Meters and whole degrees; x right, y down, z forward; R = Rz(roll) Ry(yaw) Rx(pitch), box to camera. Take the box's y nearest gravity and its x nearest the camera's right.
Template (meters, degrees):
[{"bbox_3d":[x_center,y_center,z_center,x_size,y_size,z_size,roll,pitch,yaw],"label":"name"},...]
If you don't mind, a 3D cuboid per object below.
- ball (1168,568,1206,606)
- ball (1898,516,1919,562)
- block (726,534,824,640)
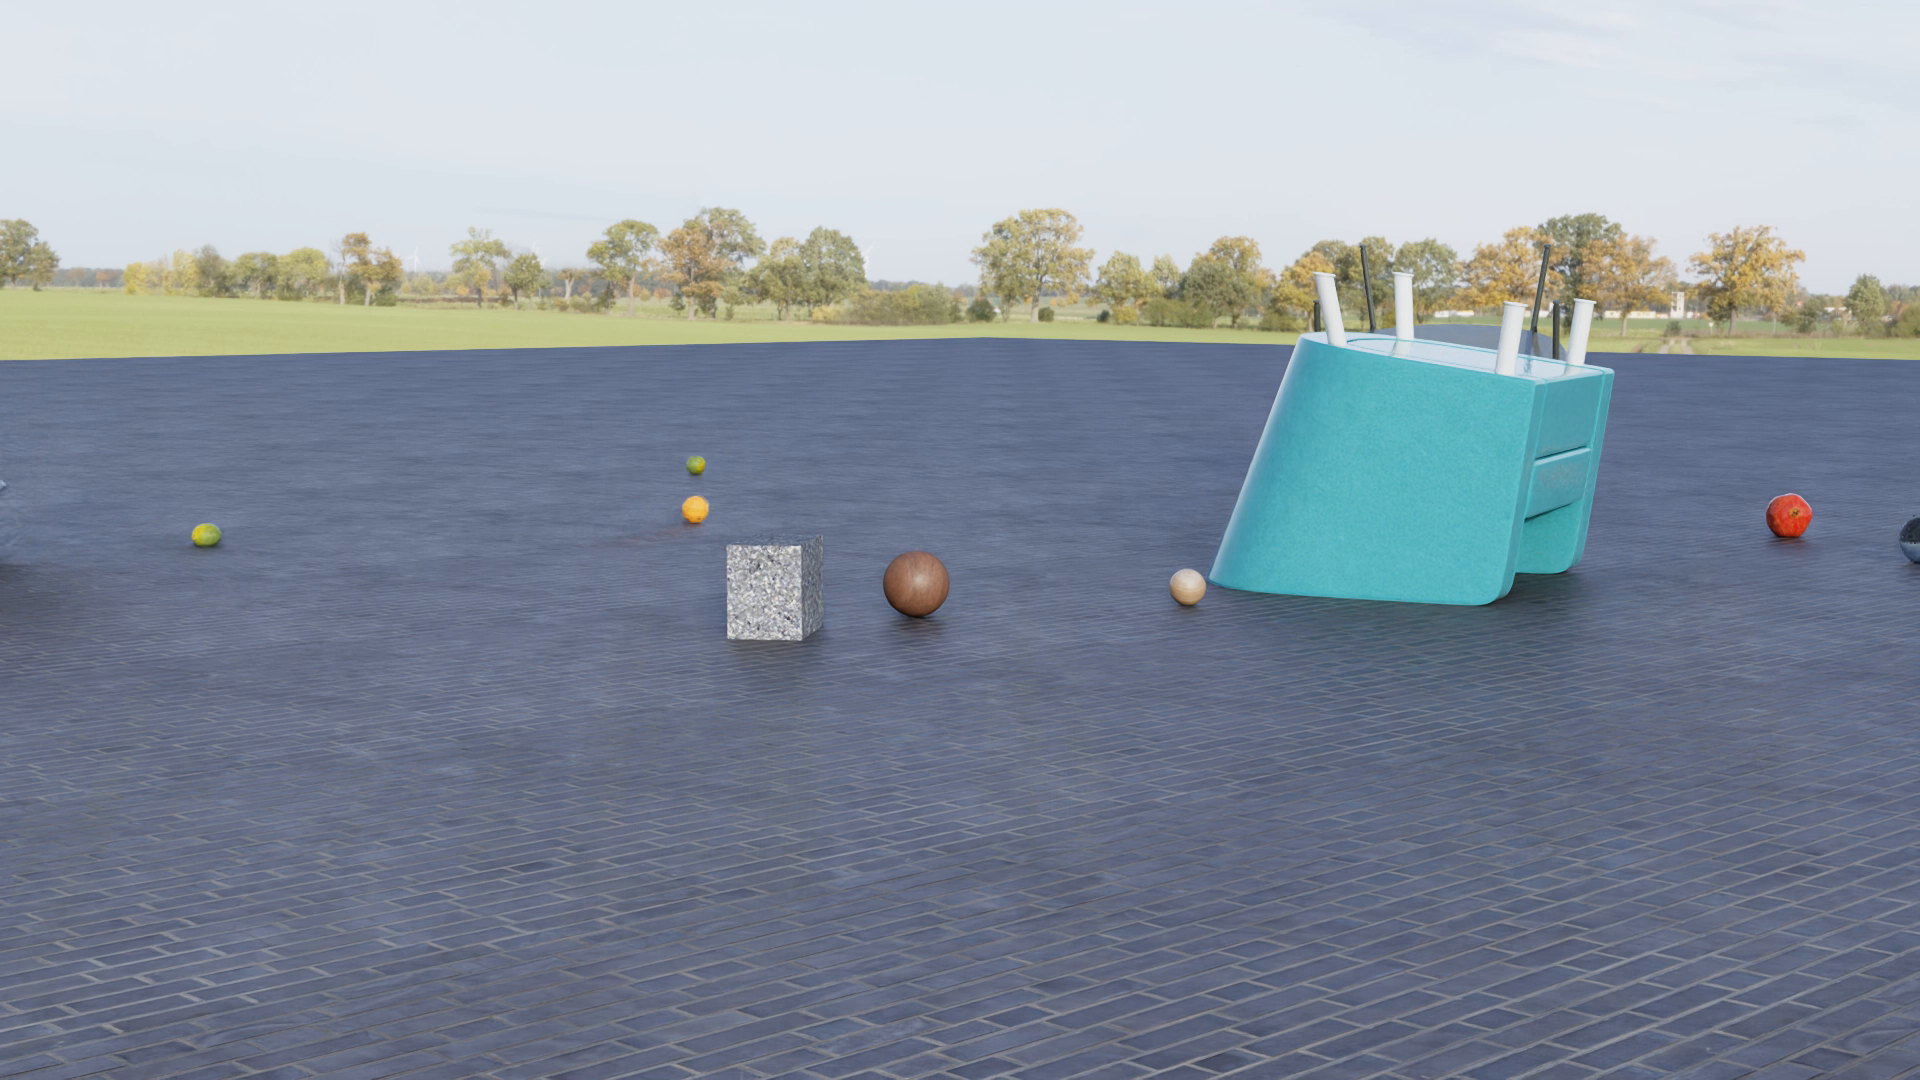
[{"bbox_3d":[0.455,0.094,5.134,0.074,0.074,0.074,0,6,0],"label":"ball"},{"bbox_3d":[2.214,-0.001,5.896,0.107,0.107,0.107,0,6,0],"label":"ball"},{"bbox_3d":[-0.341,0.085,4.750,0.137,0.172,0.210,1,6,8],"label":"block"}]
